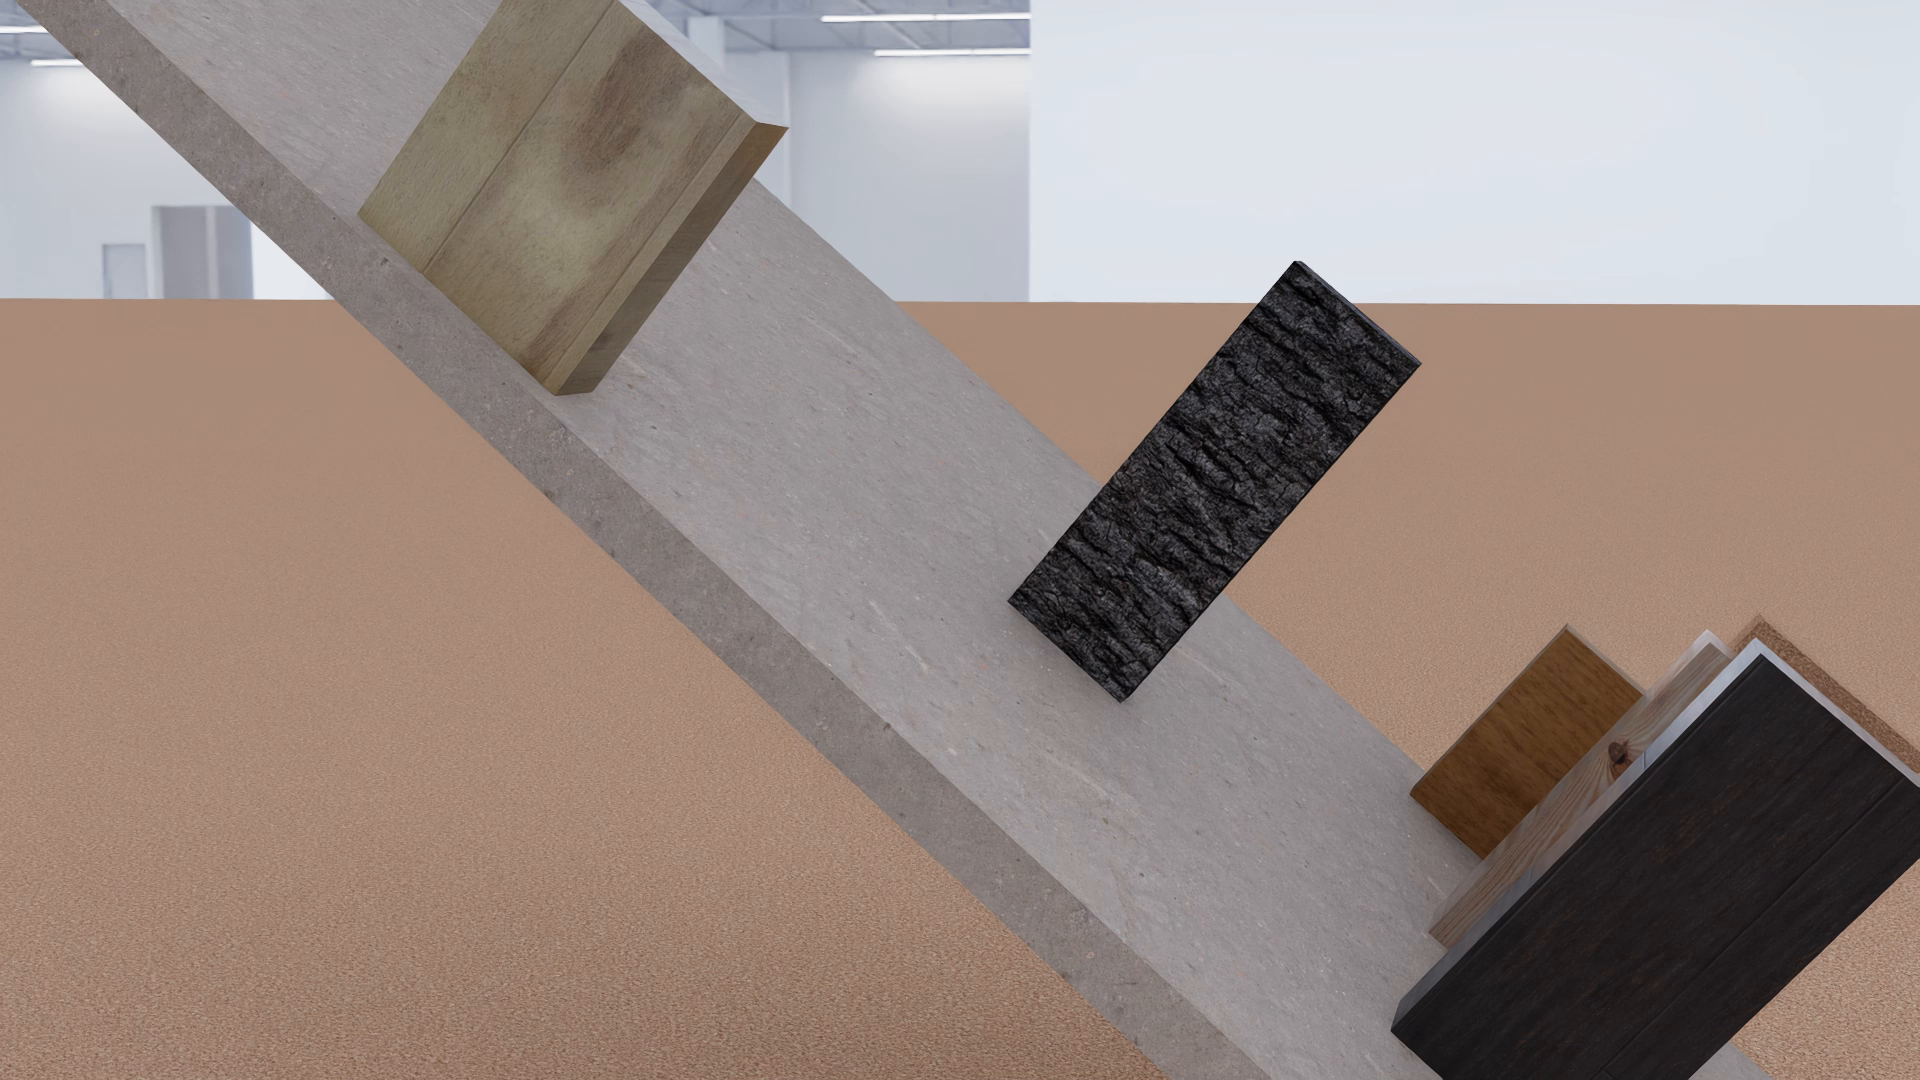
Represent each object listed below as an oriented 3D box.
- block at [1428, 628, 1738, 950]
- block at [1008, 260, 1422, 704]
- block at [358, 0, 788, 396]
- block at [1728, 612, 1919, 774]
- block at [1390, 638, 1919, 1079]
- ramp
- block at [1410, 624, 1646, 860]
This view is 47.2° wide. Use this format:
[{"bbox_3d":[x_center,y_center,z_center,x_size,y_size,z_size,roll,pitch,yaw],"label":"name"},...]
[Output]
[{"bbox_3d":[1.205,0.548,3.853,0.368,0.710,0.143,42,16,9],"label":"block"},{"bbox_3d":[0.426,-0.094,3.749,0.265,0.766,0.086,42,16,9],"label":"block"},{"bbox_3d":[-0.570,-0.539,3.216,0.414,0.503,0.123,42,16,9],"label":"block"},{"bbox_3d":[1.398,0.551,4.167,0.387,0.766,0.093,42,16,9],"label":"block"},{"bbox_3d":[1.057,0.568,3.314,0.354,0.800,0.146,42,16,9],"label":"block"},{"bbox_3d":[0.009,0.038,4.036,4.000,0.100,2.000,42,16,9],"label":"ramp"},{"bbox_3d":[1.253,0.494,4.523,0.432,0.475,0.080,42,16,9],"label":"block"}]
